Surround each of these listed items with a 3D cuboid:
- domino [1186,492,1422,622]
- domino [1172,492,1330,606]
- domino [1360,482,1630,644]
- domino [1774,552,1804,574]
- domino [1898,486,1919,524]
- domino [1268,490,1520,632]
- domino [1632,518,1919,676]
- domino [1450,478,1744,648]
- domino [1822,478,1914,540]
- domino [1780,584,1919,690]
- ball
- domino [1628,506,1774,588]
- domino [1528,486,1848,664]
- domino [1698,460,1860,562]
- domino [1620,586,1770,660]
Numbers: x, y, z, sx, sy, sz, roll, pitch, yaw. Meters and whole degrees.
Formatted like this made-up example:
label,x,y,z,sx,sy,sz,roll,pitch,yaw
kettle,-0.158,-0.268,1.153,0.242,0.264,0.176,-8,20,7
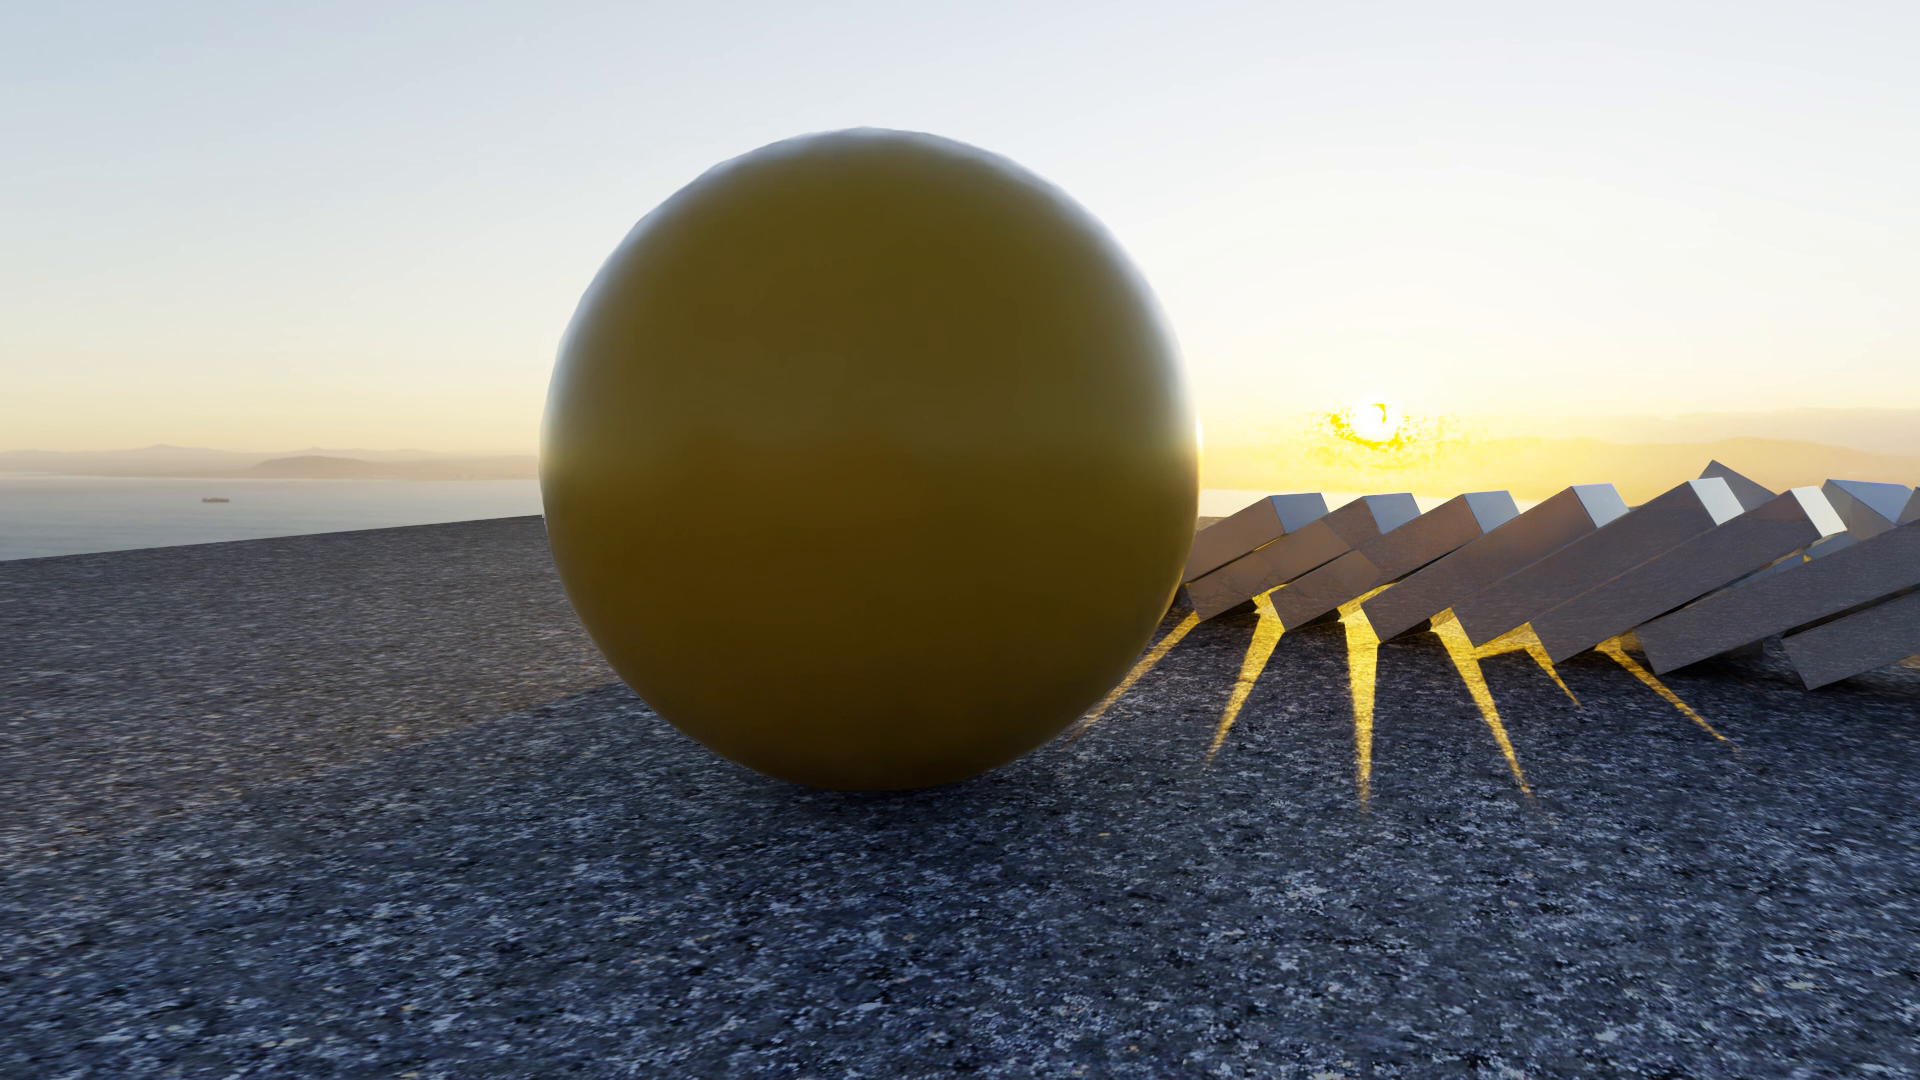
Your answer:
label,x,y,z,sx,sy,sz,roll,pitch,yaw
domino,0.080,0.004,0.300,0.025,0.010,0.050,-5,-21,-47
domino,0.063,0.004,0.313,0.025,0.010,0.050,-5,-20,-48
domino,0.112,0.005,0.269,0.025,0.010,0.050,-5,-26,-47
domino,0.185,0.005,0.333,0.050,0.010,0.025,10,-12,9
domino,0.255,0.004,0.305,0.025,0.010,0.050,0,32,-9
domino,0.096,0.005,0.284,0.025,0.009,0.050,-5,-23,-47
domino,0.151,0.009,0.230,0.025,0.010,0.050,-5,-21,-47
domino,0.126,0.005,0.254,0.025,0.010,0.050,-5,-26,-47
domino,0.247,0.001,0.328,0.025,0.010,0.050,3,31,-12
domino,0.170,0.010,0.218,0.050,0.010,0.025,-31,-15,35
ball,-0.010,-0.009,0.159,0.080,0.080,0.080,0,4,0
domino,0.167,0.005,0.305,0.050,0.009,0.025,19,-15,-27
domino,0.136,0.007,0.242,0.025,0.010,0.050,-5,-26,-47
domino,0.215,-0.002,0.332,0.050,0.009,0.025,38,10,25
domino,0.161,0.017,0.279,0.025,0.010,0.050,3,5,34
